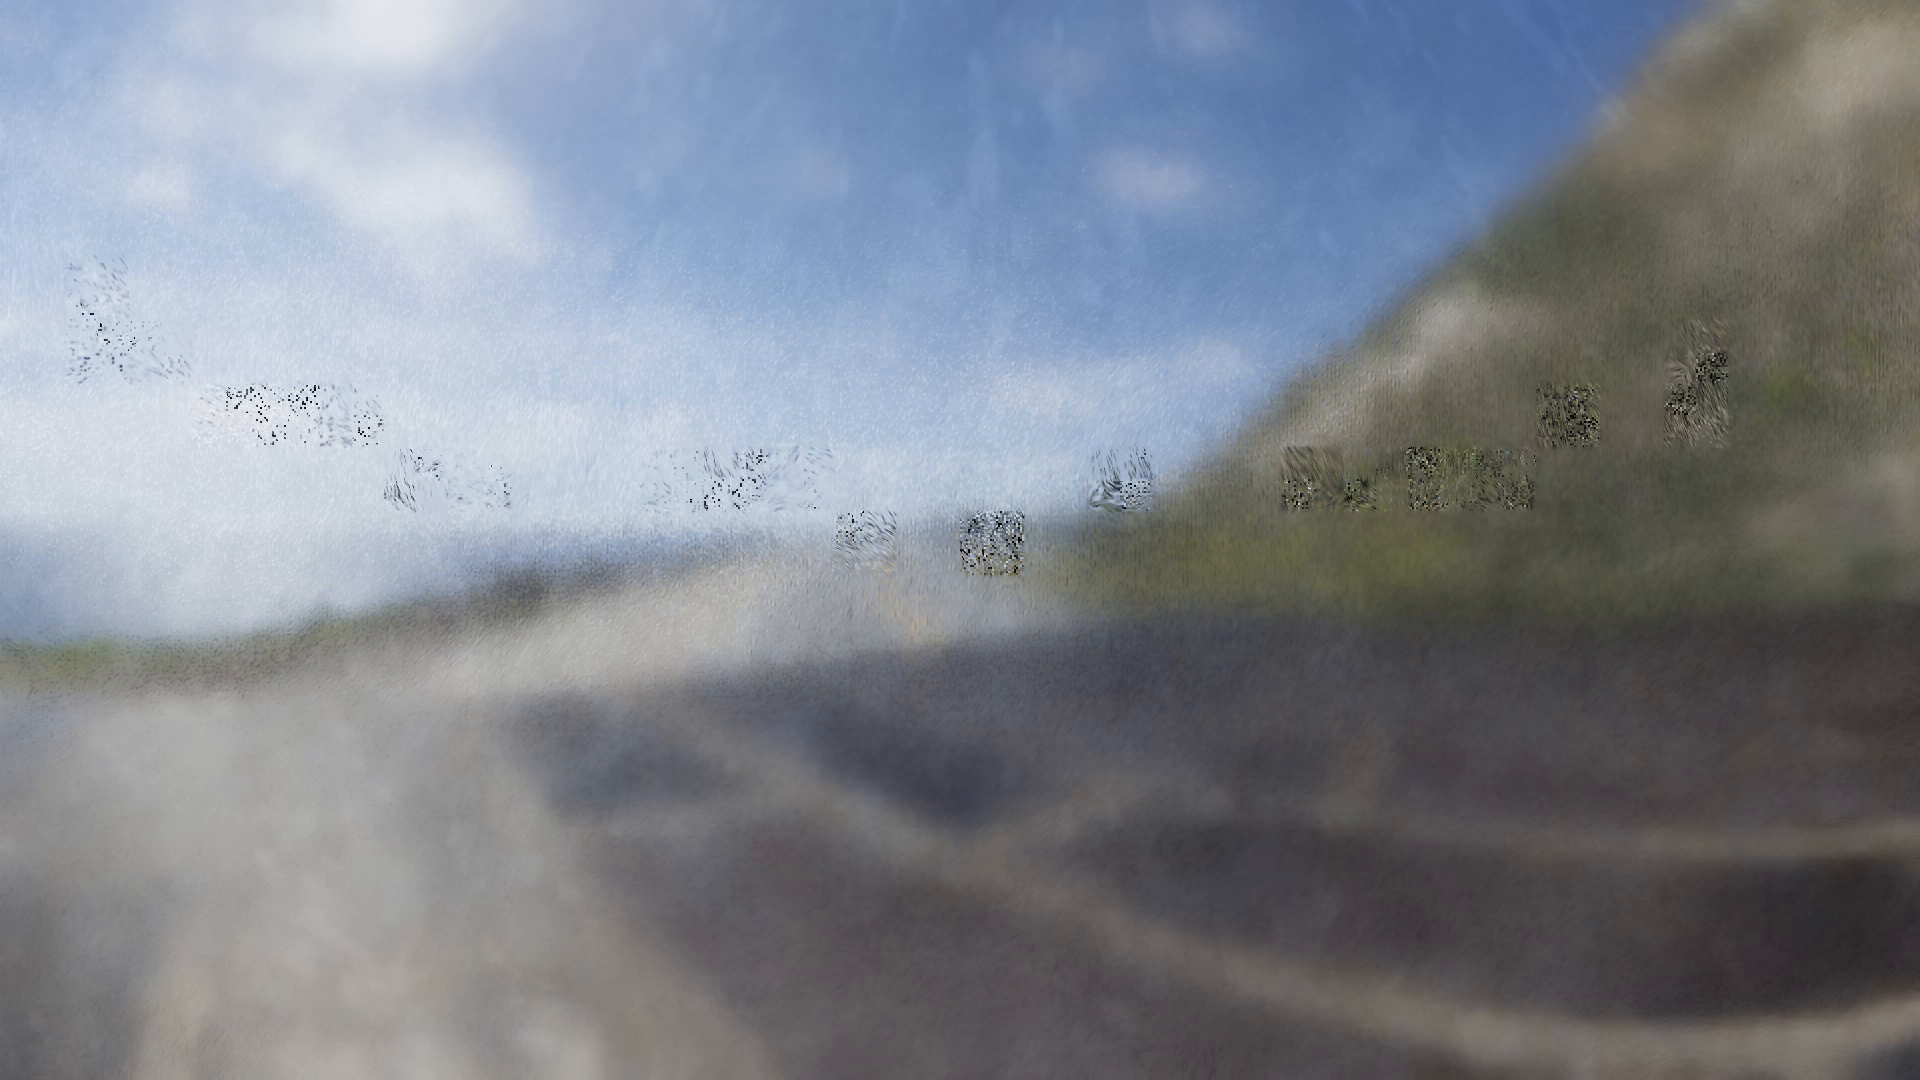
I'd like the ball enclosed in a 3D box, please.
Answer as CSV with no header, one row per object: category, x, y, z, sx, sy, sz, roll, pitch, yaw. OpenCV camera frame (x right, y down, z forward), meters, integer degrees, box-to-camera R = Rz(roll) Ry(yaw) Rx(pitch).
ball,0.000,-0.002,0.056,0.080,0.080,0.080,0,4,0
